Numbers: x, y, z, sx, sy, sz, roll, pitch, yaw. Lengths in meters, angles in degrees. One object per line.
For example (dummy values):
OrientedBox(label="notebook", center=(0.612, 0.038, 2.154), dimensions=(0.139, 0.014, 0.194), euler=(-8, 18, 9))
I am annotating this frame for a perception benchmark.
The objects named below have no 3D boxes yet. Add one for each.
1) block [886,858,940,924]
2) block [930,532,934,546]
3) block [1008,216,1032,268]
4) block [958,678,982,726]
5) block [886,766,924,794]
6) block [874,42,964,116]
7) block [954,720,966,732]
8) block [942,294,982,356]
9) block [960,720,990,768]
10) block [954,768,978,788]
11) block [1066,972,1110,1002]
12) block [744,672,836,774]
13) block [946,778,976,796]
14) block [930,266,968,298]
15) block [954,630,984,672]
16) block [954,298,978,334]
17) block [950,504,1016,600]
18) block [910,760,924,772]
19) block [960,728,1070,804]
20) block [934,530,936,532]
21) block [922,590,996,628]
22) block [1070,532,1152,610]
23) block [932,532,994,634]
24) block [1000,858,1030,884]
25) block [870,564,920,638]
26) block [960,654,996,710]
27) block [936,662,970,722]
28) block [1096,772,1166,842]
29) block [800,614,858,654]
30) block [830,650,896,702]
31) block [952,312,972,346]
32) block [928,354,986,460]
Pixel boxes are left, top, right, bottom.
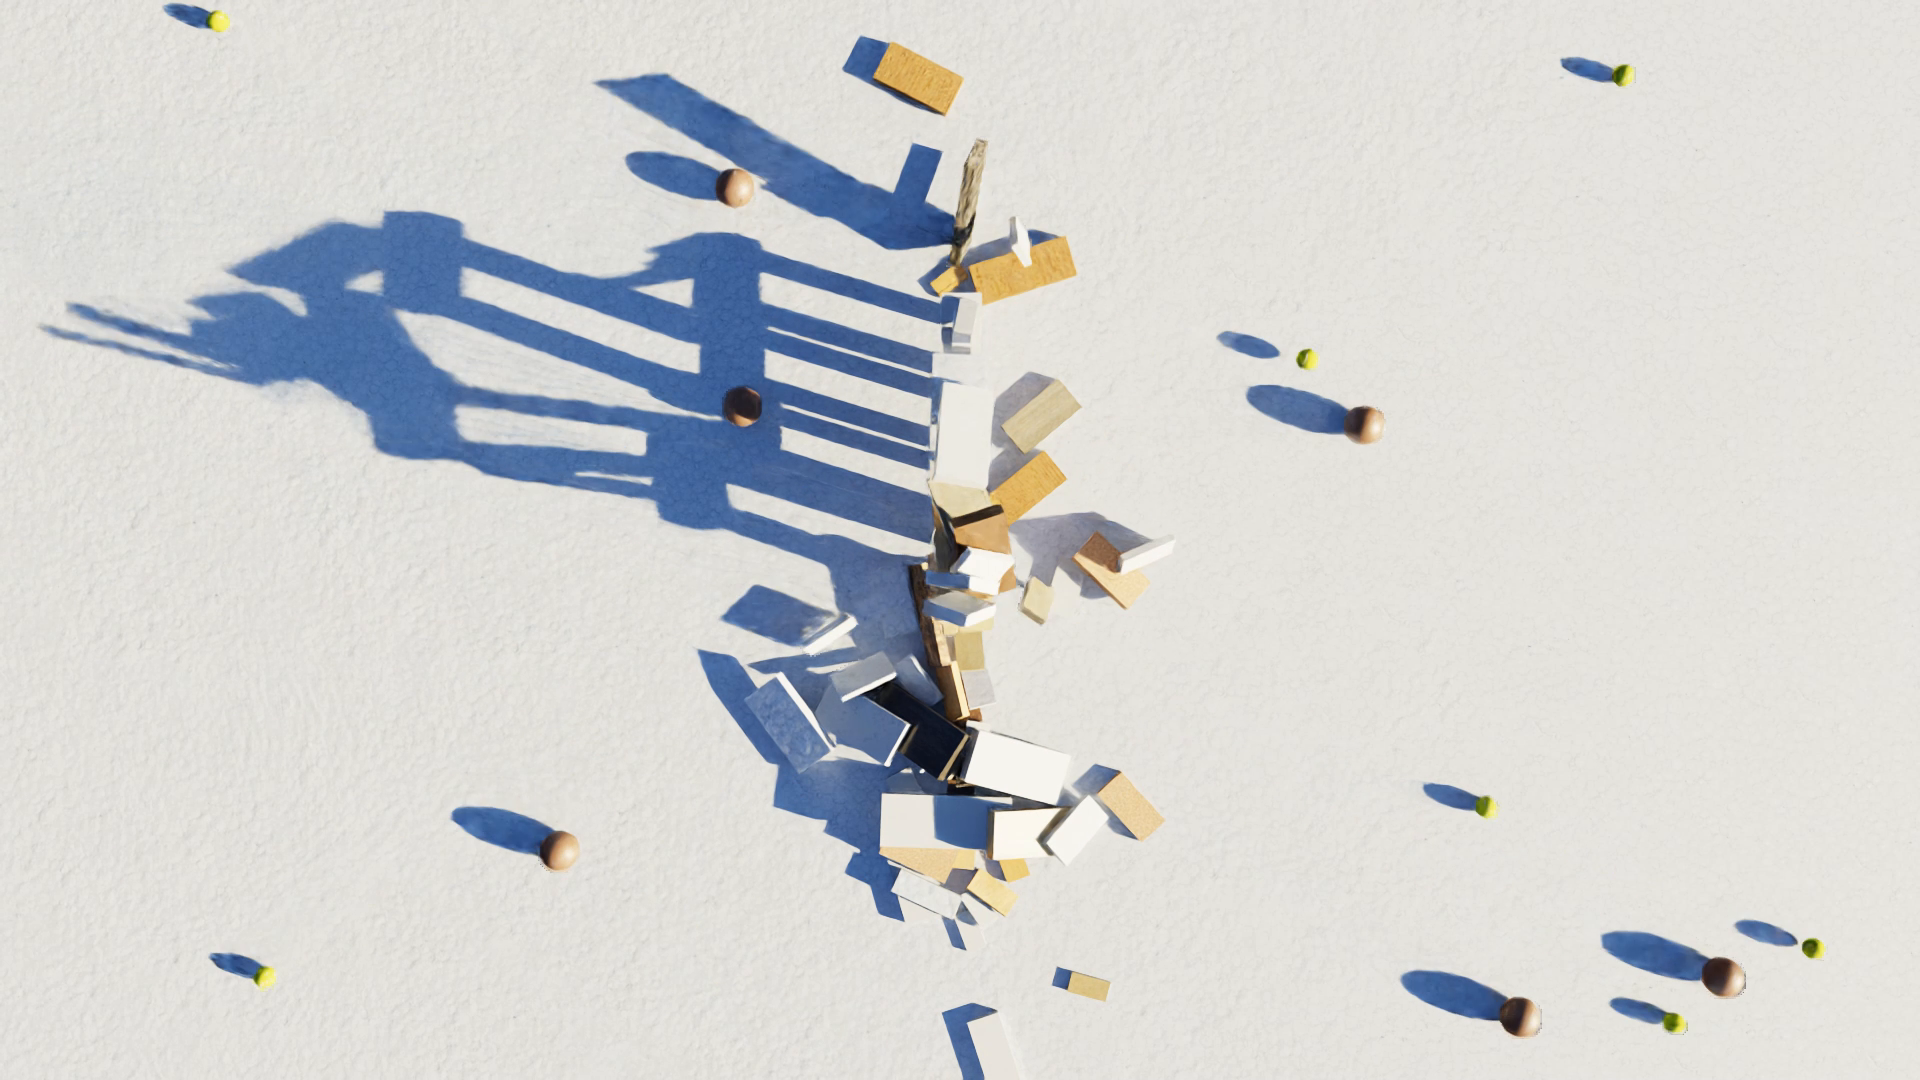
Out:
OrientedBox(label="block", center=(-0.155, 1.145, 5.483), dimensions=(0.119, 0.034, 0.239), euler=(-16, 90, 0))
OrientedBox(label="block", center=(-0.011, -0.013, 5.352), dimensions=(0.141, 0.283, 0.040), euler=(-11, 87, 5))
OrientedBox(label="block", center=(0.193, -0.960, 5.301), dimensions=(0.025, 0.176, 0.088), euler=(-24, 127, 18))
OrientedBox(label="block", center=(0.021, 0.535, 5.465), dimensions=(0.077, 0.022, 0.154), euler=(-12, 74, -5))
OrientedBox(label="block", center=(-0.167, 0.854, 5.487), dimensions=(0.091, 0.026, 0.182), euler=(-28, 90, 0))
OrientedBox(label="block", center=(-0.137, -1.532, 5.481), dimensions=(0.270, 0.038, 0.135), euler=(27, 90, 0))
OrientedBox(label="block", center=(0.023, 0.636, 5.457), dimensions=(0.077, 0.022, 0.154), euler=(-7, 68, -6))
OrientedBox(label="block", center=(0.004, -0.653, 5.228), dimensions=(0.127, 0.036, 0.254), euler=(0, 90, 0))
OrientedBox(label="block", center=(0.050, 0.673, 5.410), dimensions=(0.077, 0.022, 0.154), euler=(9, 87, -5))
OrientedBox(label="block", center=(0.023, 0.721, 5.447), dimensions=(0.091, 0.026, 0.182), euler=(-5, 66, -5))
OrientedBox(label="block", center=(0.428, 1.486, 5.491), dimensions=(0.132, 0.019, 0.066), euler=(15, 90, 0))
OrientedBox(label="block", center=(-0.561, 0.605, 5.451), dimensions=(0.153, 0.043, 0.307), euler=(-37, 90, 22))
OrientedBox(label="block", center=(0.001, 0.850, 5.453), dimensions=(0.091, 0.026, 0.182), euler=(6, 88, 0))
OrientedBox(label="block", center=(-0.034, -0.866, 5.492), dimensions=(0.119, 0.017, 0.059), euler=(-38, 90, 0))
OrientedBox(label="block", center=(0.030, 0.341, 5.465), dimensions=(0.092, 0.026, 0.184), euler=(-4, 76, 0))
OrientedBox(label="block", center=(0.020, -0.701, 5.175), dimensions=(0.059, 0.017, 0.119), euler=(11, 62, 0))
OrientedBox(label="block", center=(0.069, 0.041, 4.731), dimensions=(0.152, 0.043, 0.304), euler=(-18, 134, -7))
OrientedBox(label="block", center=(-0.148, 0.668, 5.440), dimensions=(0.090, 0.026, 0.181), euler=(-45, 64, 15))
OrientedBox(label="block", center=(0.182, 0.744, 5.412), dimensions=(0.341, 0.048, 0.171), euler=(18, 88, -22))
OrientedBox(label="block", center=(-0.007, 0.067, 5.189), dimensions=(0.141, 0.040, 0.283), euler=(-2, 93, 0))
OrientedBox(label="block", center=(0.001, 0.190, 4.570), dimensions=(0.128, 0.256, 0.036), euler=(18, 100, 17))
OrientedBox(label="block", center=(0.501, 0.102, 5.465), dimensions=(0.247, 0.035, 0.124), euler=(44, 72, 0))
OrientedBox(label="block", center=(0.009, 0.120, 4.864), dimensions=(0.151, 0.043, 0.302), euler=(-6, 90, -7))
OrientedBox(label="block", center=(0.167, 1.052, 5.489), dimensions=(0.080, 0.023, 0.160), euler=(-21, 90, 0))
OrientedBox(label="block", center=(-0.217, 0.200, 5.484), dimensions=(0.114, 0.032, 0.229), euler=(-13, 90, 0))
OrientedBox(label="block", center=(0.055, 0.462, 5.461), dimensions=(0.092, 0.026, 0.184), euler=(-13, 74, -2))
OrientedBox(label="block", center=(-0.025, 0.501, 5.436), dimensions=(0.026, 0.092, 0.184), euler=(-4, 73, -36))
OrientedBox(label="block", center=(0.569, 0.887, 5.485), dimensions=(0.109, 0.031, 0.218), euler=(-42, 90, 0))
OrientedBox(label="block", center=(-0.431, 0.309, 5.435), dimensions=(0.182, 0.091, 0.026), euler=(-34, 69, 3))
OrientedBox(label="block", center=(-0.320, 0.449, 5.442), dimensions=(0.194, 0.028, 0.097), euler=(-25, 56, -12))
OrientedBox(label="block", center=(0.007, -0.662, 5.175), dimensions=(0.059, 0.017, 0.119), euler=(2, 62, 0))
OrientedBox(label="block", center=(-0.007, -0.390, 4.880), dimensions=(0.157, 0.044, 0.314), euler=(2, 90, 0))
